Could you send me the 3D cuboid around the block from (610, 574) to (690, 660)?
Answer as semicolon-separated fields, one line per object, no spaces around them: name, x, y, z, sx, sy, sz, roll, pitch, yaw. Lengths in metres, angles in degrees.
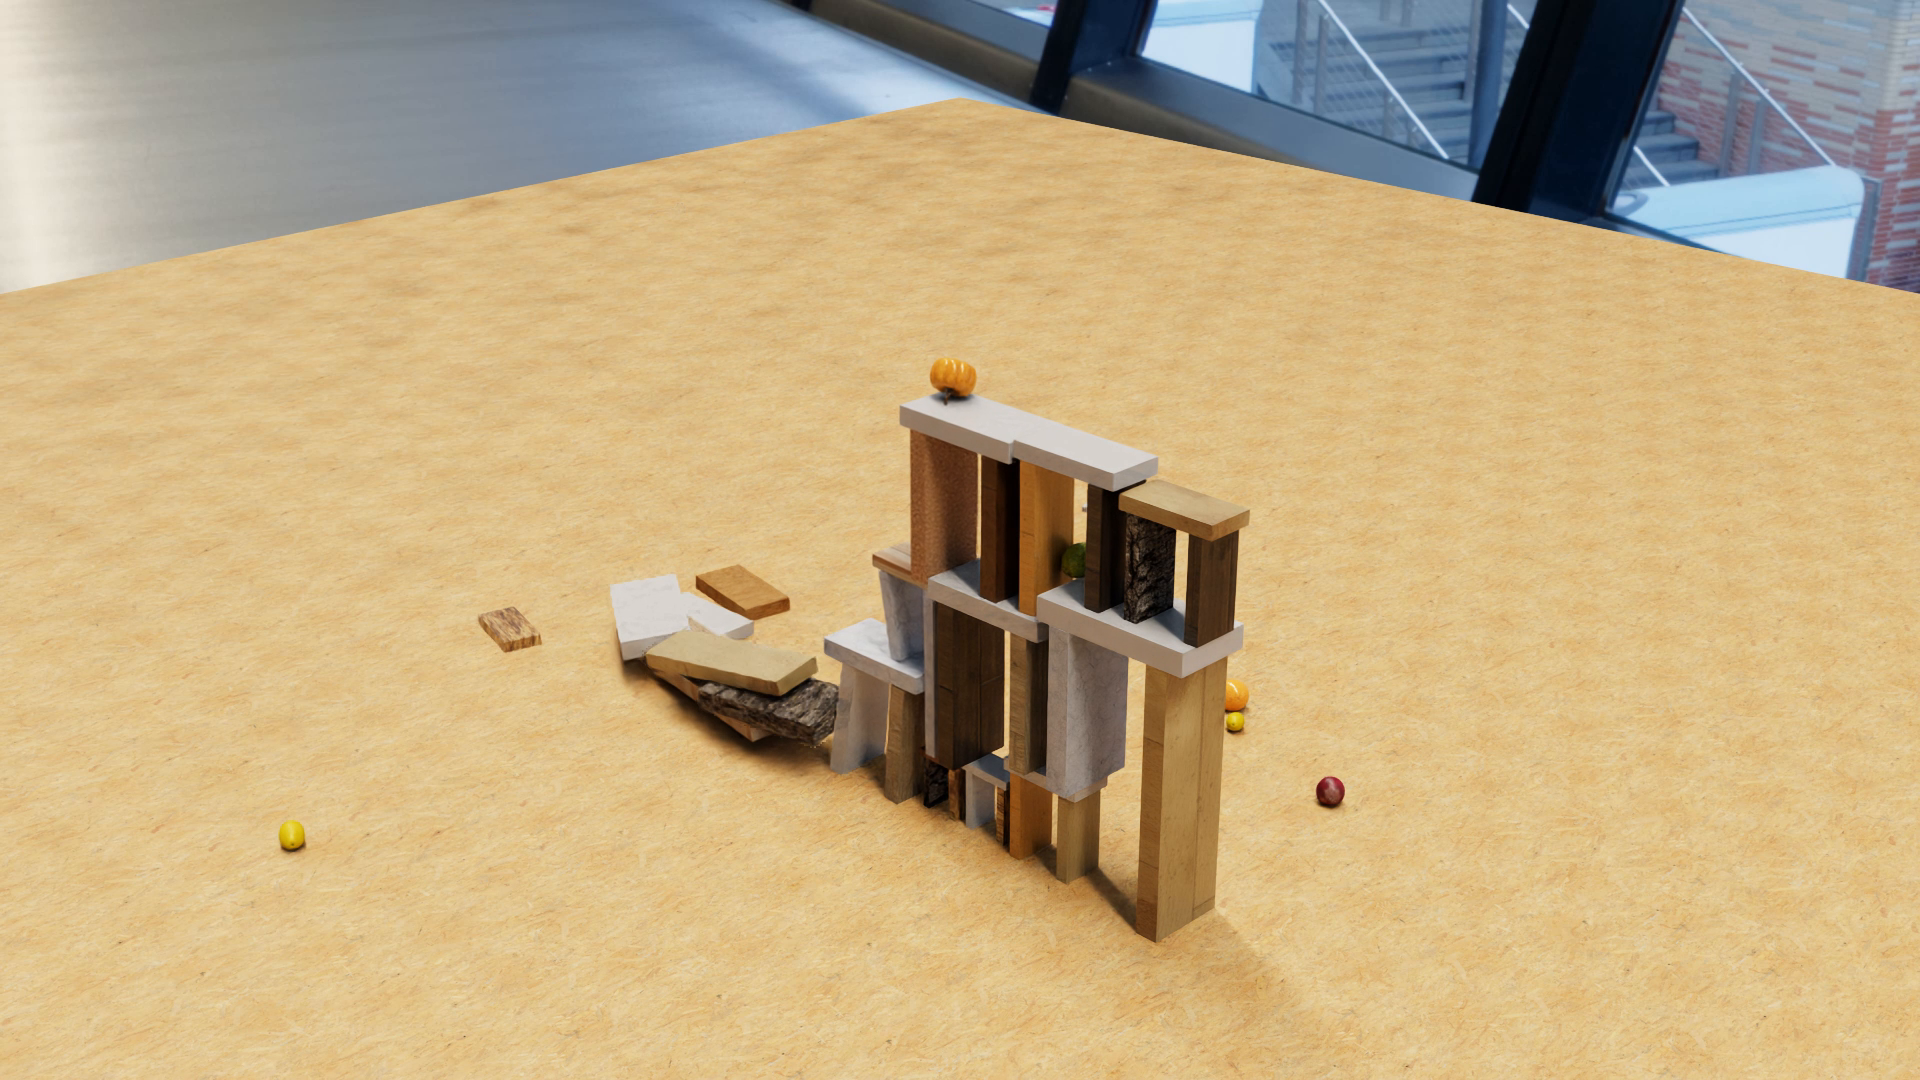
block;-0.719;0.176;5.102;0.160;0.045;0.320;-10;25;-9

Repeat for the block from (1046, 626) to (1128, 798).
block;0.238;0.294;4.091;0.048;0.340;0.170;21;31;40

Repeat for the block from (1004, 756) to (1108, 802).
block;0.183;0.443;4.209;0.093;0.026;0.185;-21;31;-40

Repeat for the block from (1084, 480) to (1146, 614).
block;0.277;0.000;3.918;0.034;0.239;0.120;21;31;40

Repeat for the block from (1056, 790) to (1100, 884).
block;0.227;0.557;4.210;0.093;0.185;0.026;-21;31;-41

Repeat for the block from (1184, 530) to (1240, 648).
block;0.434;0.074;3.788;0.029;0.205;0.103;21;31;40

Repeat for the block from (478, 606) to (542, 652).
block;-1.071;0.212;5.228;0.091;0.026;0.183;-13;26;-28

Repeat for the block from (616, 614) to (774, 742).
block;-0.555;0.292;4.919;0.160;0.045;0.625;-21;28;-29

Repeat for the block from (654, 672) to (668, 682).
block;-0.602;0.306;4.991;0.183;0.026;0.091;18;31;42

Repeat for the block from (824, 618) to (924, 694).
block;-0.137;0.234;4.469;0.267;0.038;0.134;21;31;40

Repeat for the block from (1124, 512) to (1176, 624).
block;0.336;0.036;3.877;0.029;0.205;0.103;21;31;40

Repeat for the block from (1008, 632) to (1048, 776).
block;0.158;0.289;4.170;0.144;0.287;0.041;-21;31;-40

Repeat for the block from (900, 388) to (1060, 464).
block;0.038;-0.215;4.100;0.143;0.041;0.286;-21;31;-41

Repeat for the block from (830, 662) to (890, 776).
block;-0.201;0.350;4.589;0.038;0.267;0.134;27;34;30

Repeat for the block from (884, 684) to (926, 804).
block;-0.086;0.396;4.483;0.134;0.267;0.038;-21;36;-41

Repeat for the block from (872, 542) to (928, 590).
block;-0.076;0.054;4.336;0.093;0.026;0.185;-21;33;-41

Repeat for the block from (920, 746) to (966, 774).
block;-0.022;0.435;4.425;0.057;0.016;0.113;-21;31;-41

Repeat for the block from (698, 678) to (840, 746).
block;-0.382;0.340;4.664;0.319;0.045;0.160;14;31;34

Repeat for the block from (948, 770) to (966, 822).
block;0.004;0.504;4.427;0.057;0.113;0.016;-21;30;-40

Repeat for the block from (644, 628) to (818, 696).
block;-0.496;0.263;4.750;0.400;0.035;0.123;9;29;38

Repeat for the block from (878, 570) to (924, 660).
block;-0.109;0.139;4.407;0.026;0.185;0.093;9;22;44

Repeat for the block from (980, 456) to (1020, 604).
block;0.104;-0.038;4.103;0.143;0.286;0.041;-21;31;-40

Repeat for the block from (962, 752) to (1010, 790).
block;0.069;0.454;4.339;0.064;0.018;0.129;-20;30;-39

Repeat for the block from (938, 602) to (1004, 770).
block;0.023;0.266;4.307;0.144;0.352;0.041;-21;31;-41

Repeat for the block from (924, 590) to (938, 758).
block;-0.029;0.253;4.369;0.026;0.361;0.093;20;30;40

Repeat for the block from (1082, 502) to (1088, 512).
block;0.377;-0.097;5.971;0.053;0.015;0.105;11;25;24

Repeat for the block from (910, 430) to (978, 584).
block;-0.030;-0.081;4.230;0.041;0.309;0.143;21;31;40

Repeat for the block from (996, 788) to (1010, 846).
block;0.102;0.532;4.341;0.018;0.129;0.064;21;31;41

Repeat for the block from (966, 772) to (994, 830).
block;0.041;0.509;4.397;0.064;0.129;0.018;-21;31;-41

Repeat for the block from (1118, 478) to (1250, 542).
block;0.385;-0.053;3.787;0.205;0.029;0.103;21;31;40

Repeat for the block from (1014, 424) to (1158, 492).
block;0.223;-0.148;3.917;0.239;0.034;0.120;21;31;41

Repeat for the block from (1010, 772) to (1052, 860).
block;0.139;0.523;4.290;0.093;0.185;0.026;-21;31;-40

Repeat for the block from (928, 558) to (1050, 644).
block;0.091;0.112;4.168;0.144;0.041;0.287;-21;31;-41

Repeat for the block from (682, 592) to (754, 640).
block;-0.621;0.193;5.262;0.247;0.035;0.123;20;30;39

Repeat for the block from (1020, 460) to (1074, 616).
block;0.160;-0.019;4.040;0.034;0.300;0.120;17;29;36

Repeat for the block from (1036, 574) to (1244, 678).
block;0.320;0.146;3.941;0.340;0.048;0.170;21;31;40

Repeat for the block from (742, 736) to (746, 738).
block;-0.456;0.397;4.802;0.053;0.015;0.105;-7;24;-7

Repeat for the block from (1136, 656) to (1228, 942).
block;0.401;0.454;3.985;0.048;0.552;0.170;21;31;41

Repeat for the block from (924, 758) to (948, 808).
block;-0.048;0.484;4.475;0.016;0.113;0.057;21;31;40

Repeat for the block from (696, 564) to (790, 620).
block;-0.535;0.130;5.409;0.123;0.035;0.247;-15;27;-32
